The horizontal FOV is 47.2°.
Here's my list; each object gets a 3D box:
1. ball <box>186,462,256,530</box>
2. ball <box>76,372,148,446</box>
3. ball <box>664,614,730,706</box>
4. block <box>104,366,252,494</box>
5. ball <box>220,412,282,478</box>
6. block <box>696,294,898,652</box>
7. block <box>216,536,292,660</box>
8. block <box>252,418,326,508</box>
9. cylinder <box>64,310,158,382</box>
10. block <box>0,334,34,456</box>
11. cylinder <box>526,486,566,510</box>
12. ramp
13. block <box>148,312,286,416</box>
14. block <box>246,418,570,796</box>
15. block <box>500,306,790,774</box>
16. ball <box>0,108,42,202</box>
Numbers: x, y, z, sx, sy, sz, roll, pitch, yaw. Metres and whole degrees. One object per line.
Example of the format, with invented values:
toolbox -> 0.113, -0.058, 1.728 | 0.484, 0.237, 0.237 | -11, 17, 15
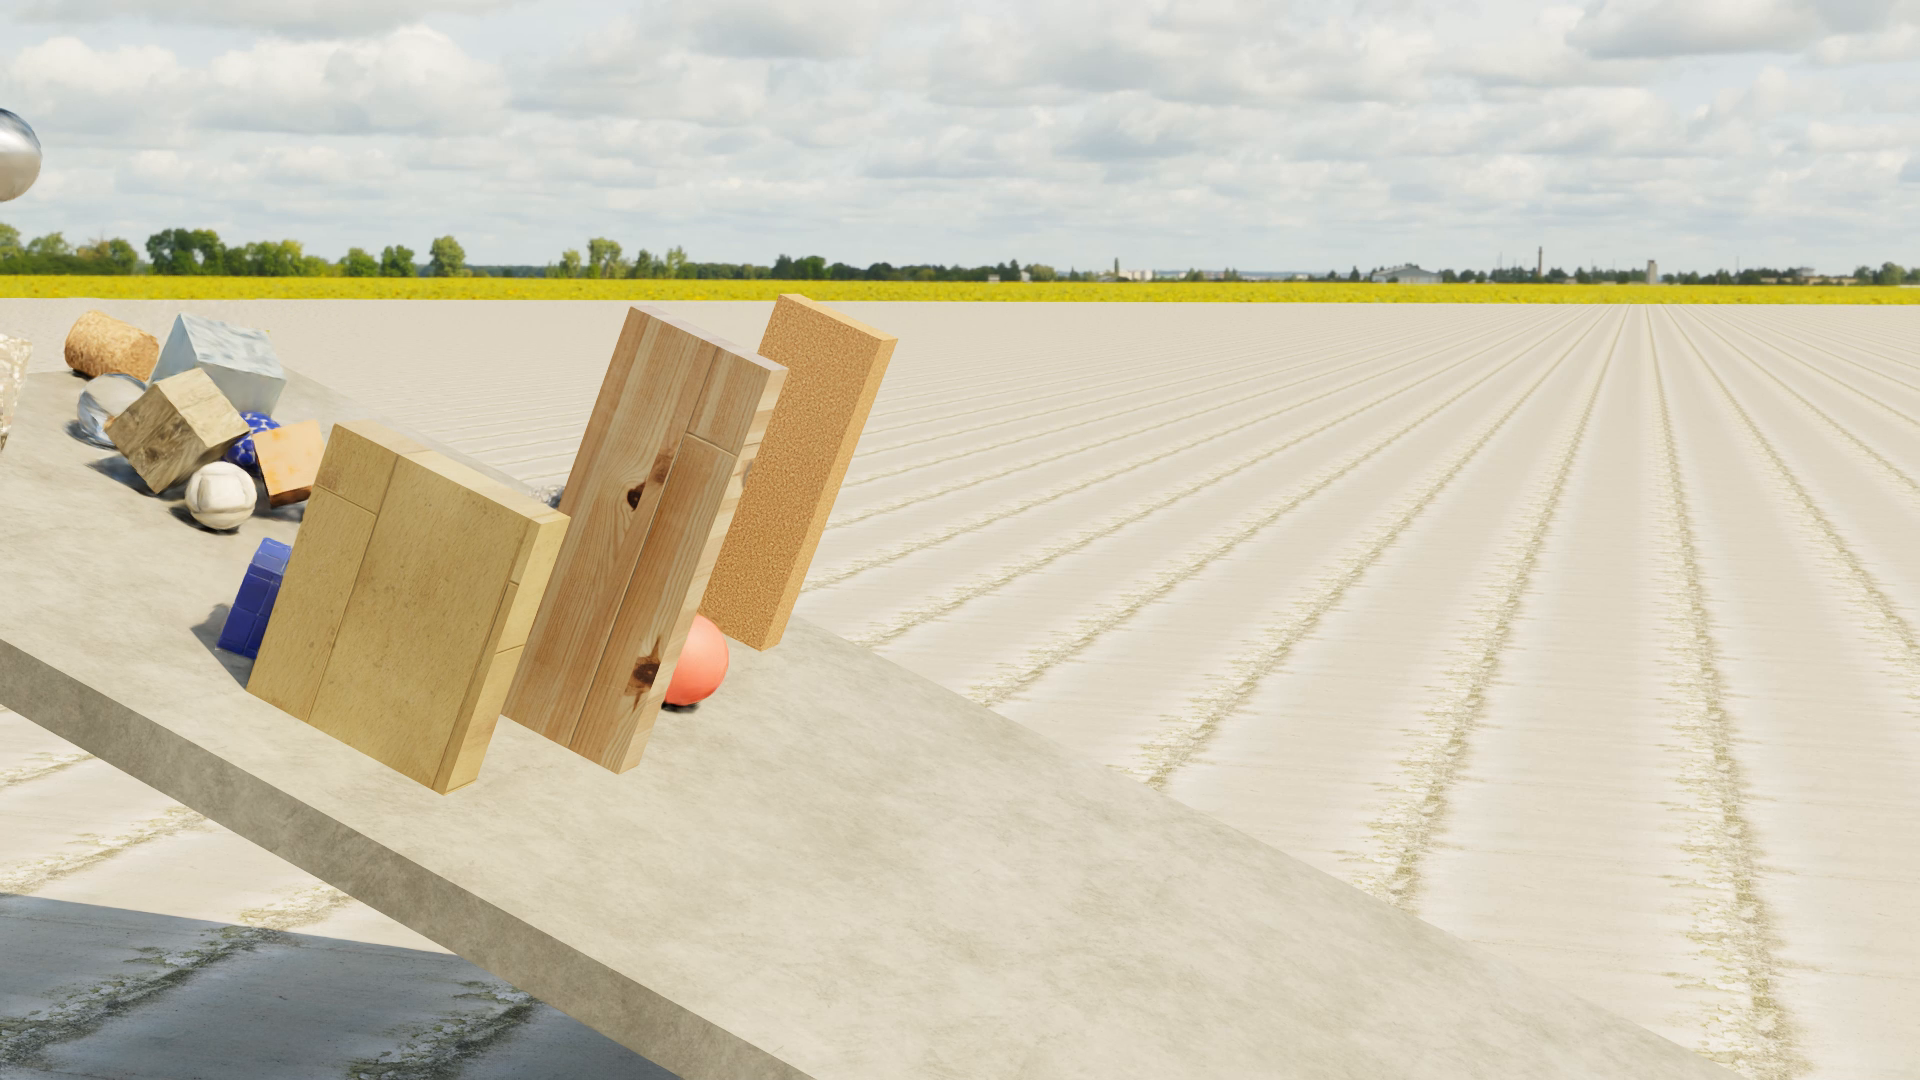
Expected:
ball -> -1.438, -0.086, 4.279 | 0.132, 0.132, 0.132 | 0, 7, 0
ball -> -1.726, -0.267, 4.497 | 0.151, 0.151, 0.151 | 0, 7, 0
ball -> -0.548, 0.233, 4.333 | 0.185, 0.185, 0.185 | 0, 7, 0
block -> -1.545, -0.217, 4.348 | 0.160, 0.160, 0.160 | -37, 5, 20
ball -> -1.494, -0.201, 4.637 | 0.140, 0.140, 0.140 | 0, 7, 0
block -> -0.400, -0.149, 4.864 | 0.254, 0.747, 0.111 | 25, 13, 13
block -> -1.169, 0.116, 3.814 | 0.159, 0.159, 0.159 | 22, 12, -14
block -> -1.359, -0.155, 4.485 | 0.130, 0.130, 0.130 | -16, -6, -18
cylinder -> -1.882, -0.419, 4.878 | 0.140, 0.140, 0.140 | 24, 11, 8
block -> -1.826, -0.257, 3.998 | 0.198, 0.198, 0.198 | 16, -34, -24
cylinder -> -0.872, -0.012, 4.735 | 0.151, 0.151, 0.151 | -1, 44, 1
ramp -> -0.299, 0.527, 4.190 | 4.000, 0.100, 2.000 | 25, 13, 13
block -> -1.604, -0.338, 4.745 | 0.195, 0.195, 0.195 | 12, 29, -40
block -> -0.903, 0.107, 3.584 | 0.395, 0.485, 0.101 | 25, 13, 13
block -> -0.575, 0.002, 3.887 | 0.282, 0.780, 0.083 | 25, 13, 13
ball -> -1.874, -0.744, 4.247 | 0.187, 0.187, 0.187 | 0, 7, 0
